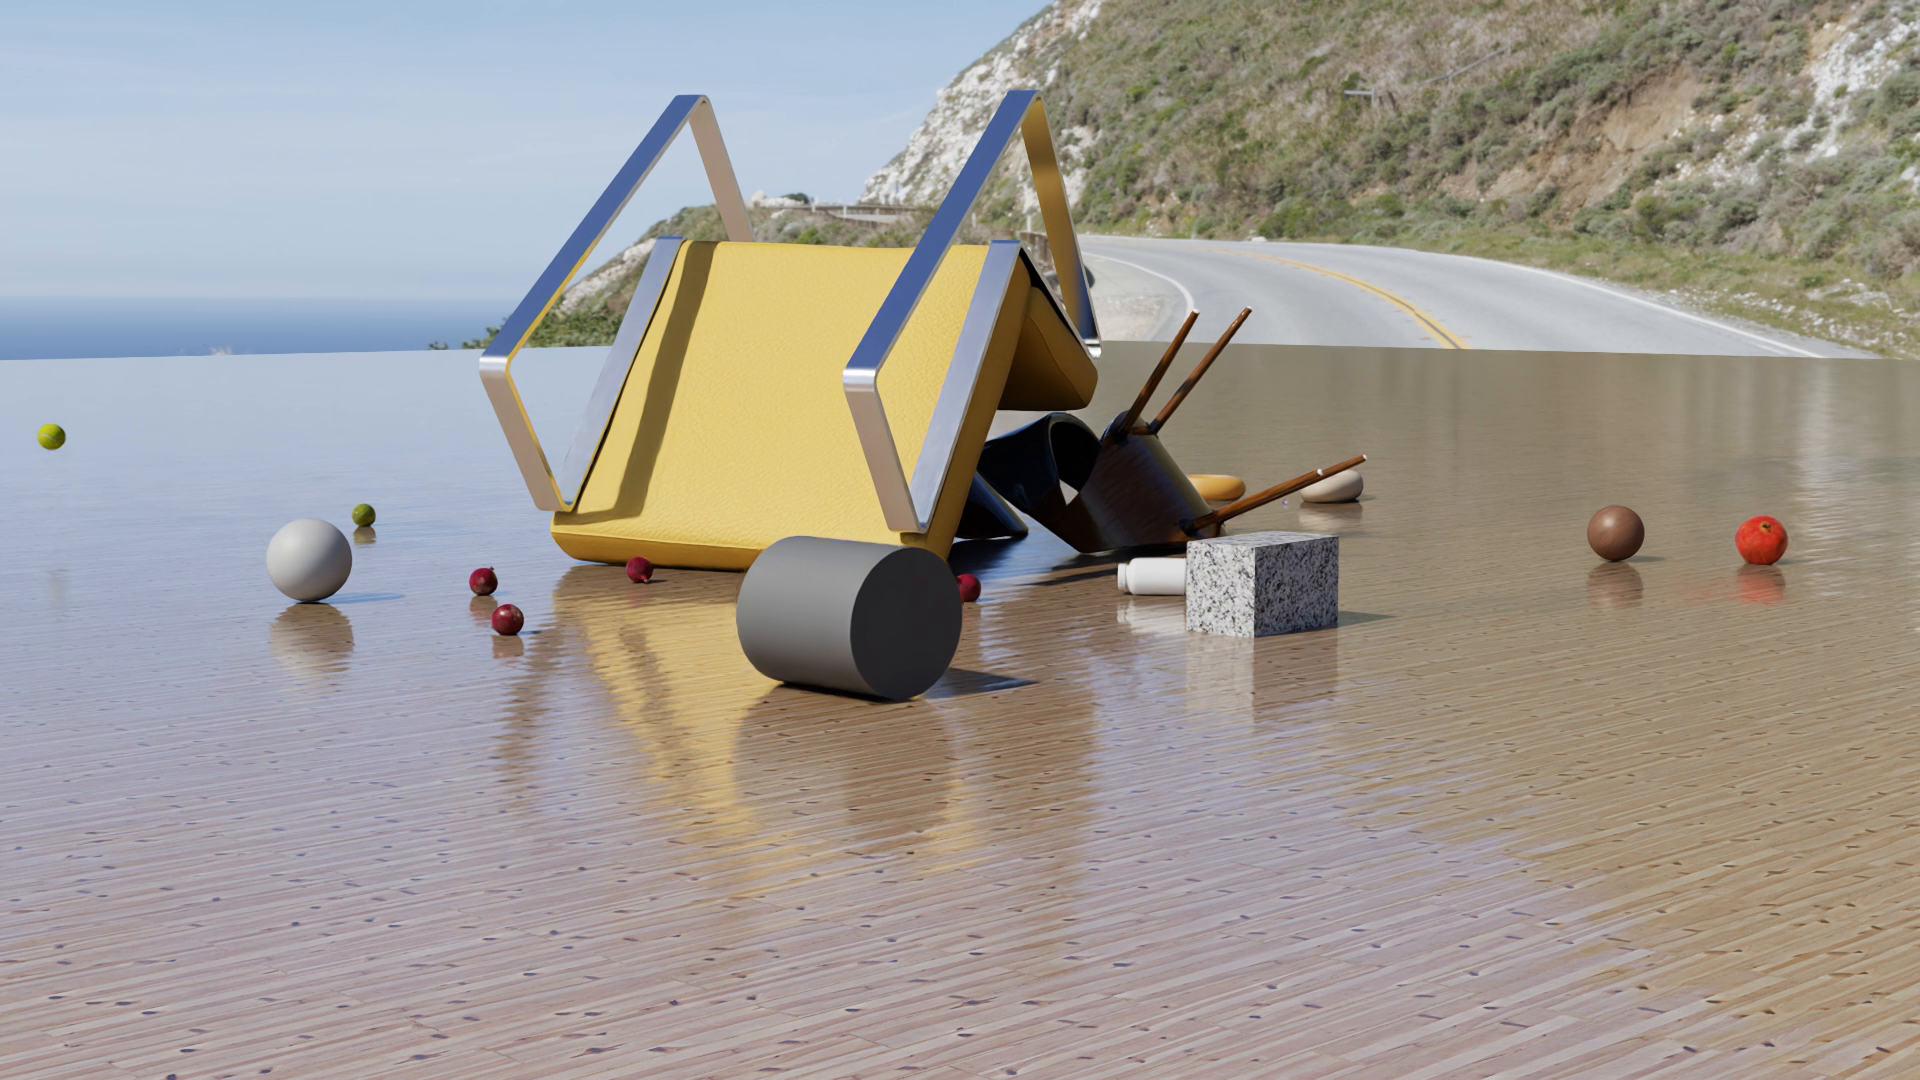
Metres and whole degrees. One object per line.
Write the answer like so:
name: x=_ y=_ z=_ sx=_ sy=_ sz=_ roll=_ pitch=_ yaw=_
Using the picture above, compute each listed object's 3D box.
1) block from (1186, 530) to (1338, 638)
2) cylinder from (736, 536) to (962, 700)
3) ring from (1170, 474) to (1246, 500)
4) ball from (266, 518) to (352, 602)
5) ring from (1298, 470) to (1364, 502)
block: x=0.570 y=0.080 z=4.821 sx=0.153 sy=0.166 sz=0.275 roll=5 pitch=8 yaw=41
cylinder: x=-0.176 y=0.121 z=4.082 sx=0.262 sy=0.237 sz=0.248 roll=6 pitch=25 yaw=44
ring: x=0.731 y=-0.154 z=7.581 sx=0.229 sy=0.069 sz=0.142 roll=1 pitch=7 yaw=15
ball: x=-1.317 y=0.040 z=5.193 sx=0.170 sy=0.170 sz=0.170 roll=0 pitch=6 yaw=0
ring: x=1.096 y=-0.159 z=7.576 sx=0.180 sy=0.079 sz=0.360 roll=1 pitch=7 yaw=20
